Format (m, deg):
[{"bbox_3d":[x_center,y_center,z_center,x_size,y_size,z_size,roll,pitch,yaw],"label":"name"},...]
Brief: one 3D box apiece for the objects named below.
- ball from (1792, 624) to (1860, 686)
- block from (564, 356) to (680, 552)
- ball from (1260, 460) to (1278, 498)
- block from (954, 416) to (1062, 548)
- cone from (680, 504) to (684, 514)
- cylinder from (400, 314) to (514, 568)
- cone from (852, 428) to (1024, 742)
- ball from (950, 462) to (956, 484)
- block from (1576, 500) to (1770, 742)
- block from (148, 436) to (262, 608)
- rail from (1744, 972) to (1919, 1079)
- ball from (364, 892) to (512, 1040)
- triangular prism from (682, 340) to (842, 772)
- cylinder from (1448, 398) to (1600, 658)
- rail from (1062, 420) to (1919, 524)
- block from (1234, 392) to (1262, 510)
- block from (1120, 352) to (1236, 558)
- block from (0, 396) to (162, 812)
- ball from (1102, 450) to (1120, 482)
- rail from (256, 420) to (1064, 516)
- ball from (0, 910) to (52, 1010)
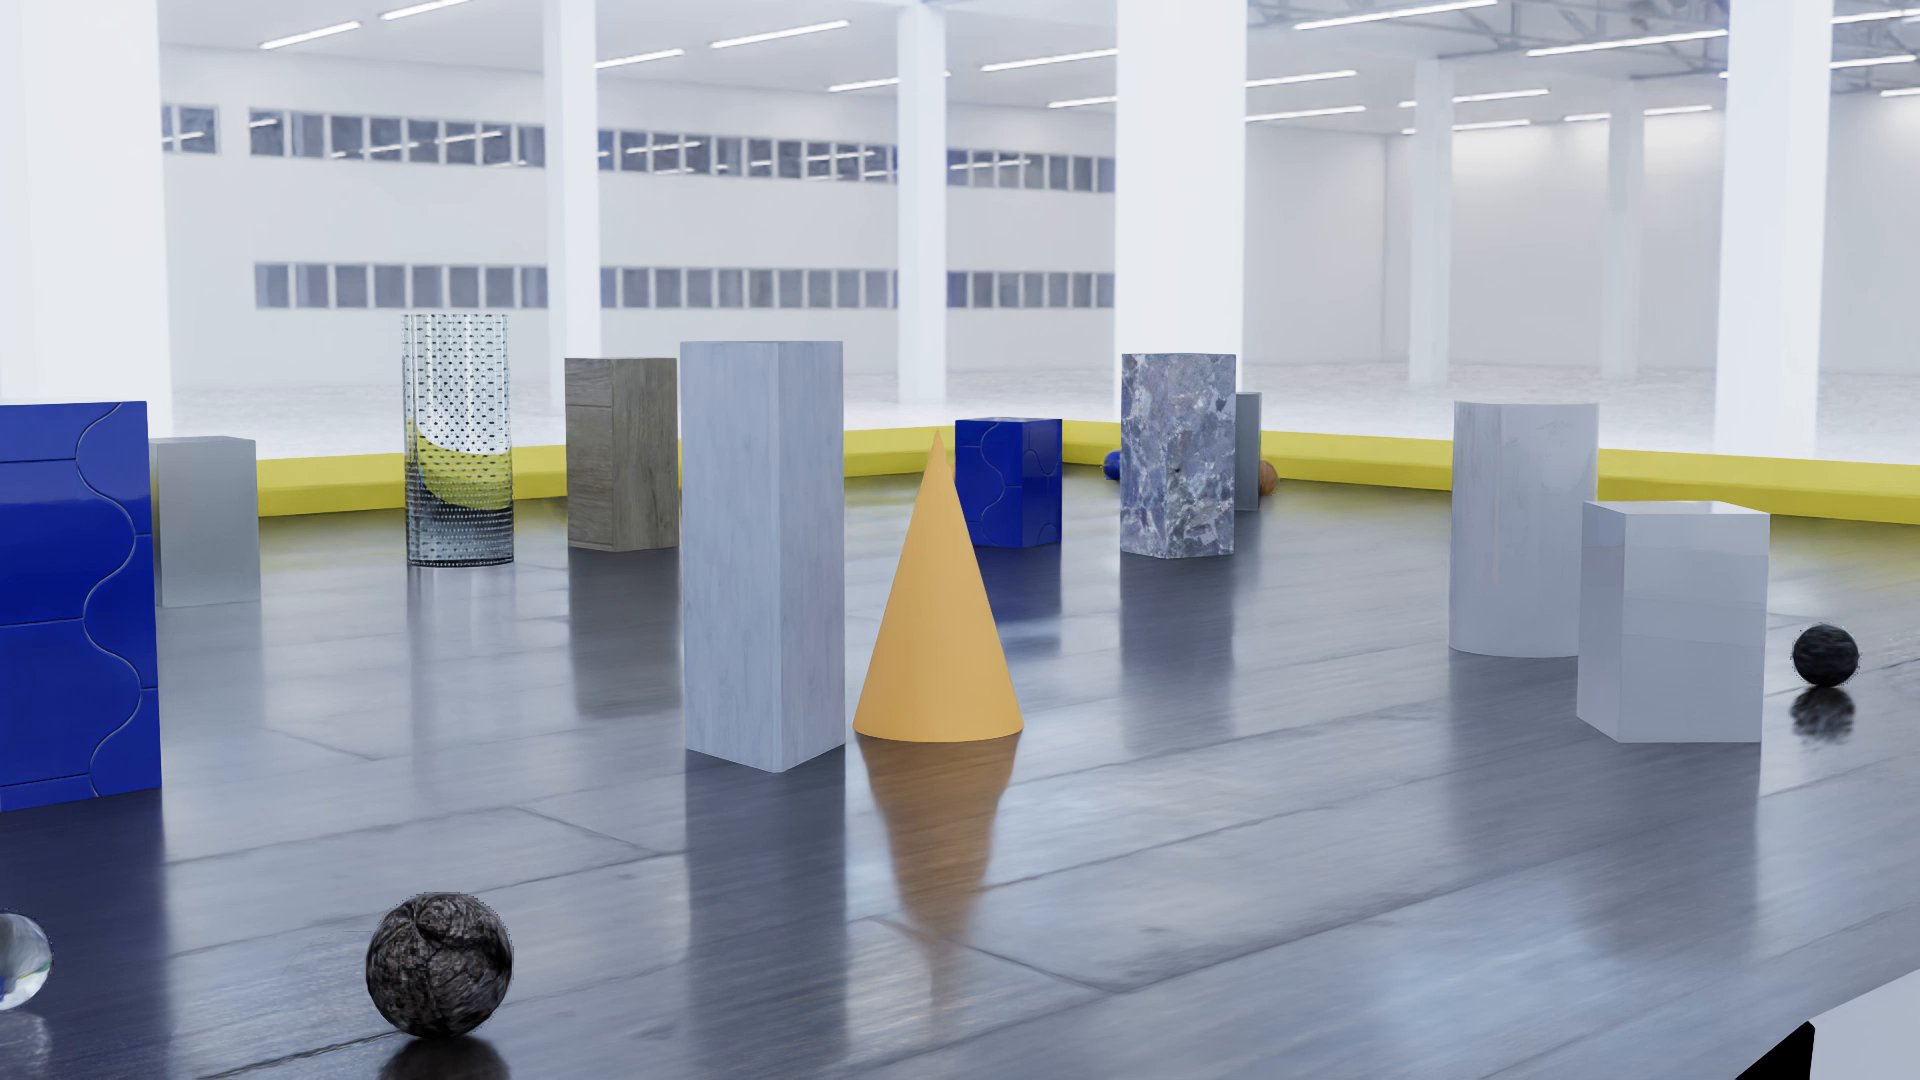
[{"bbox_3d":[1.015,0.136,2.579,0.073,0.073,0.073,0,6,0],"label":"ball"},{"bbox_3d":[-0.626,-0.163,4.076,0.147,0.349,0.147,-6,8,-44],"label":"block"},{"bbox_3d":[0.697,-0.143,5.127,0.088,0.088,0.088,0,6,0],"label":"ball"},{"bbox_3d":[0.092,-0.112,4.147,0.147,0.232,0.147,4,7,32],"label":"block"},{"bbox_3d":[-0.512,-0.236,4.744,0.184,0.353,0.184,0,6,0],"label":"cone"},{"bbox_3d":[-0.872,-0.176,3.819,0.184,0.430,0.184,0,6,0],"label":"cylinder"},{"bbox_3d":[-0.023,0.039,2.326,0.184,0.319,0.184,0,6,0],"label":"cone"},{"bbox_3d":[0.004,-0.170,5.488,0.064,0.064,0.064,0,6,0],"label":"ball"},{"bbox_3d":[0.746,0.083,2.312,0.147,0.235,0.147,0,6,-1],"label":"block"},{"bbox_3d":[-1.165,-0.031,3.342,0.147,0.243,0.147,-5,8,-37],"label":"block"},{"bbox_3d":[1.329,0.184,1.900,4.461,0.119,0.045,-6,8,-42],"label":"rail"},{"bbox_3d":[-0.318,0.260,1.342,0.088,0.088,0.088,0,6,0],"label":"ball"},{"bbox_3d":[-0.173,0.008,2.188,0.138,0.409,0.159,-5,8,-40],"label":"triangular prism"},{"bbox_3d":[0.734,-0.020,2.867,0.184,0.322,0.184,0,6,0],"label":"cylinder"},{"bbox_3d":[1.622,-0.127,4.821,0.045,0.119,3.966,-6,8,-42],"label":"rail"},{"bbox_3d":[0.590,-0.199,4.874,0.147,0.253,0.147,1,6,10],"label":"block"},{"bbox_3d":[0.392,-0.156,3.967,0.147,0.358,0.147,-3,7,-29],"label":"block"},{"bbox_3d":[-0.846,0.051,2.026,0.147,0.358,0.147,-6,8,-44],"label":"block"},{"bbox_3d":[0.404,-0.190,5.603,0.080,0.080,0.080,0,6,0],"label":"ball"},{"bbox_3d":[-1.329,-0.121,4.764,4.461,0.119,0.045,-6,8,-42],"label":"rail"},{"bbox_3d":[-0.610,0.267,1.394,0.063,0.063,0.063,0,6,0],"label":"ball"}]
